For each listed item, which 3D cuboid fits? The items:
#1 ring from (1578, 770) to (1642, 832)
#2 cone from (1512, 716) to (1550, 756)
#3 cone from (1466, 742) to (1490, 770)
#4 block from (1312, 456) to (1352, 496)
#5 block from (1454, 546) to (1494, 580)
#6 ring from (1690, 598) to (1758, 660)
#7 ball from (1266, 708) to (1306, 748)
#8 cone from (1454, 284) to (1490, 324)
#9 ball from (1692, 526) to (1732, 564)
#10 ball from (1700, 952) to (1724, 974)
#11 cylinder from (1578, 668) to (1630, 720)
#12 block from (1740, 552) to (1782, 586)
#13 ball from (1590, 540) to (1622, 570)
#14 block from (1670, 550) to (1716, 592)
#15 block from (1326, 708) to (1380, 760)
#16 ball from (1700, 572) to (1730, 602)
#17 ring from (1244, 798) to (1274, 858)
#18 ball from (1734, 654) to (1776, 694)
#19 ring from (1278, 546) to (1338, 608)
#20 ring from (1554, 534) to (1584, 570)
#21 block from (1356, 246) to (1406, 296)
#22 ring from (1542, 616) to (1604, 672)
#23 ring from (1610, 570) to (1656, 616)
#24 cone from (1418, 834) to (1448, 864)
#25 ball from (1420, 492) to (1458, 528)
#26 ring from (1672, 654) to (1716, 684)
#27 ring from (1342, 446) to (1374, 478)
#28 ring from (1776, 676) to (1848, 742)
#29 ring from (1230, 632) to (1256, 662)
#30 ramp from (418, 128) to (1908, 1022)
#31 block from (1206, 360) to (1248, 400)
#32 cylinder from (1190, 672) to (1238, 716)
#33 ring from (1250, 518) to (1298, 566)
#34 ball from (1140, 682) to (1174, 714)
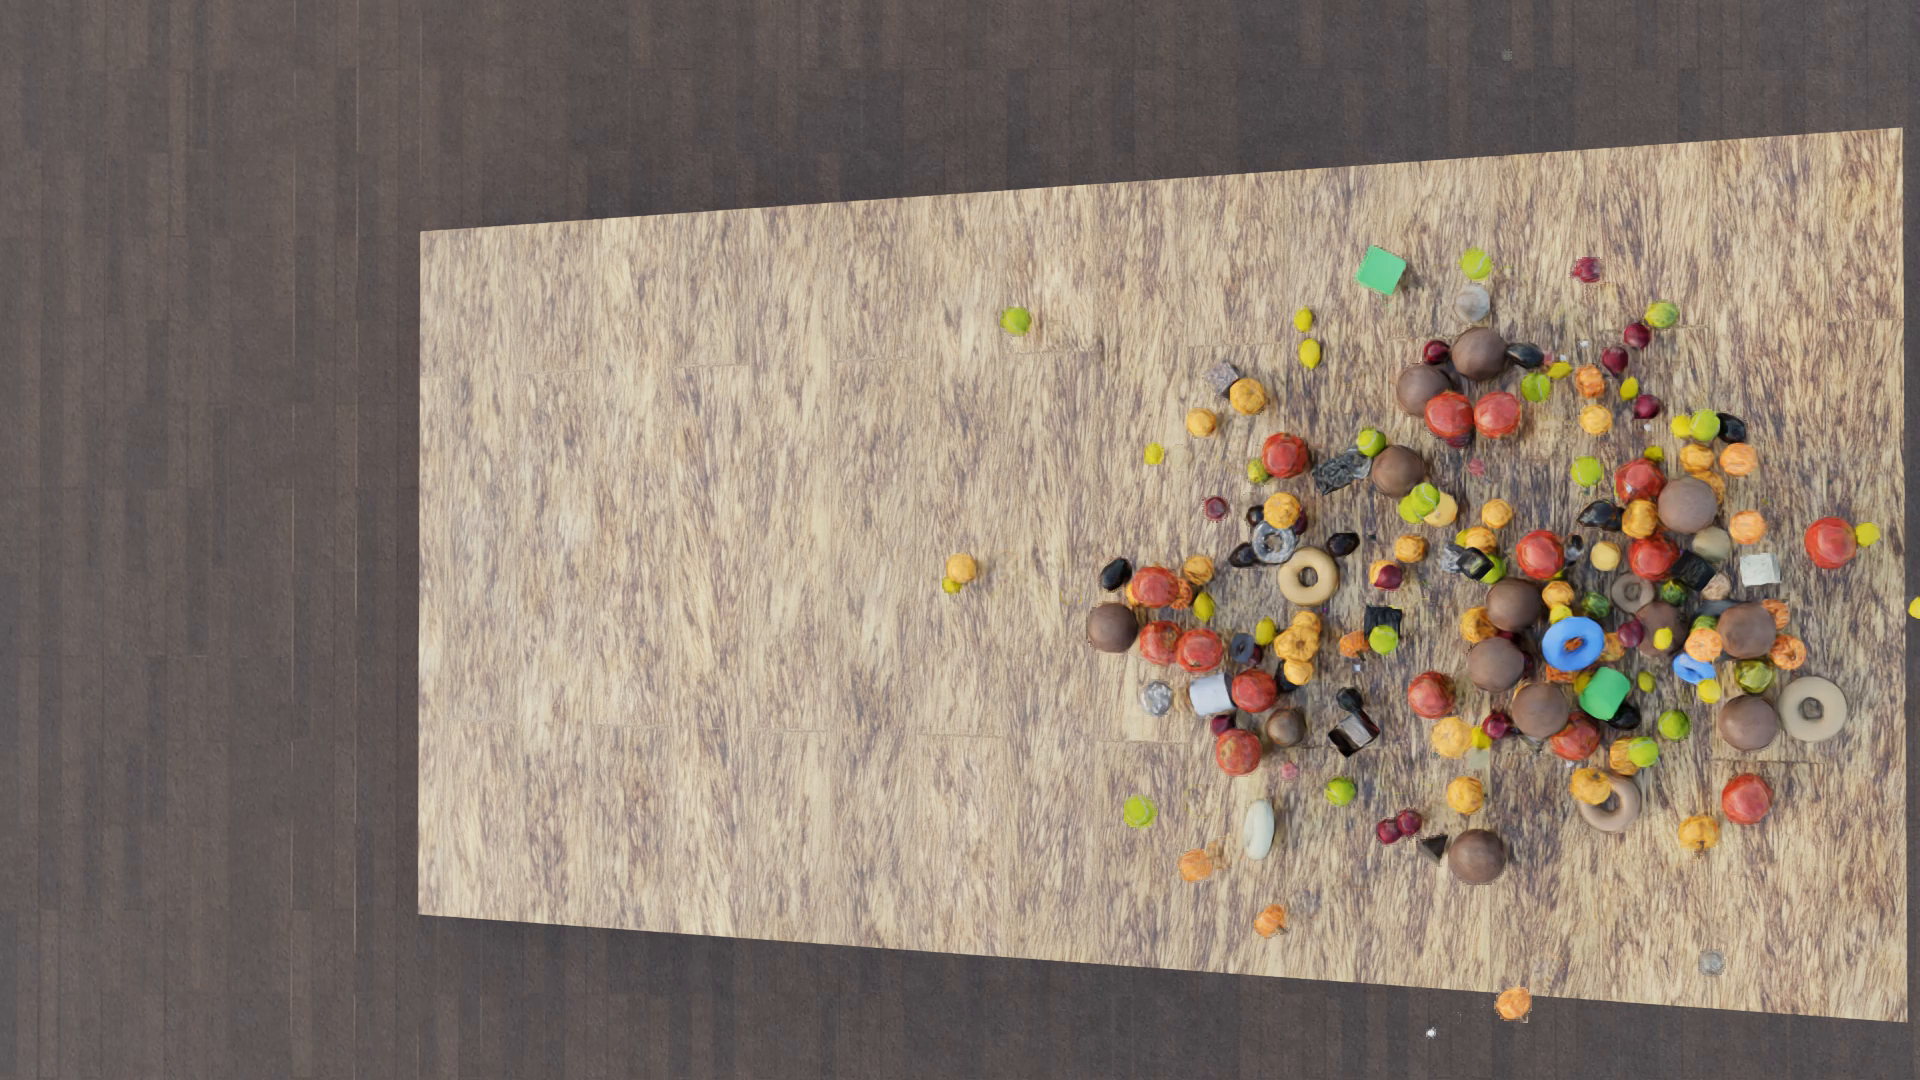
[{"bbox_3d":[1.516,0.609,5.129,0.144,0.048,0.144,1,93,24],"label":"ring"},{"bbox_3d":[1.359,0.478,5.200,0.088,0.088,0.088,-20,113,0],"label":"cone"},{"bbox_3d":[1.217,0.501,5.210,0.060,0.060,0.060,-9,132,-10],"label":"cone"},{"bbox_3d":[0.903,-0.156,5.340,0.068,0.068,0.068,-23,83,-5],"label":"block"},{"bbox_3d":[1.200,0.055,5.127,0.053,0.053,0.053,-52,53,22],"label":"block"},{"bbox_3d":[1.748,0.203,5.038,0.146,0.049,0.146,-1,87,22],"label":"ring"},{"bbox_3d":[0.800,0.461,5.400,0.097,0.097,0.097,0,89,0],"label":"ball"},{"bbox_3d":[1.201,-0.563,5.237,0.094,0.094,0.094,3,94,38],"label":"cone"},{"bbox_3d":[1.720,0.012,5.032,0.084,0.084,0.084,0,89,0],"label":"ball"},{"bbox_3d":[1.721,0.968,5.037,0.053,0.053,0.053,0,89,0],"label":"ball"},{"bbox_3d":[1.487,0.354,5.071,0.086,0.086,0.086,41,65,0],"label":"cylinder"},{"bbox_3d":[1.817,0.067,4.994,0.068,0.068,0.068,-10,84,32],"label":"block"},{"bbox_3d":[1.502,0.037,5.116,0.070,0.070,0.070,0,89,0],"label":"ball"},{"bbox_3d":[1.665,0.071,4.995,0.060,0.060,0.060,39,94,-22],"label":"block"},{"bbox_3d":[0.955,0.469,5.330,0.077,0.077,0.077,-30,73,-27],"label":"block"},{"bbox_3d":[1.719,0.106,5.005,0.067,0.067,0.067,0,89,0],"label":"ball"},{"bbox_3d":[0.736,0.709,5.408,0.049,0.146,0.146,9,89,-5],"label":"ring"},{"bbox_3d":[1.799,0.305,4.979,0.091,0.091,0.091,0,89,0],"label":"ball"},{"bbox_3d":[0.857,0.091,5.408,0.150,0.050,0.150,0,90,21],"label":"ring"},{"bbox_3d":[1.426,0.029,5.150,0.031,0.093,0.093,31,89,-4],"label":"ring"},{"bbox_3d":[1.018,-0.649,5.316,0.087,0.087,0.087,26,97,3],"label":"block"},{"bbox_3d":[1.411,0.239,5.061,0.145,0.048,0.145,-3,122,-4],"label":"ring"},{"bbox_3d":[1.568,0.122,5.120,0.106,0.035,0.106,-2,85,23],"label":"ring"},{"bbox_3d":[1.151,0.730,5.288,0.069,0.069,0.069,-42,89,-11],"label":"cone"},{"bbox_3d":[1.148,-0.074,5.269,0.087,0.087,0.087,0,89,0],"label":"ball"},{"bbox_3d":[1.658,0.292,4.968,0.097,0.097,0.032,30,64,0],"label":"ring"},{"bbox_3d":[0.973,-0.191,5.374,0.083,0.028,0.083,0,90,24],"label":"ring"},{"bbox_3d":[1.922,0.381,4.963,0.149,0.050,0.149,1,92,19],"label":"ring"},{"bbox_3d":[0.696,0.266,5.422,0.026,0.077,0.077,20,89,-36],"label":"ring"},{"bbox_3d":[0.283,0.086,5.726,4.000,0.100,2.000,0,89,22],"label":"ramp"},{"bbox_3d":[0.664,-0.399,5.477,0.065,0.065,0.065,-42,62,17],"label":"block"},{"bbox_3d":[0.632,0.383,5.473,0.093,0.093,0.093,-16,89,21],"label":"cylinder"},{"bbox_3d":[0.770,0.006,5.401,0.118,0.039,0.118,6,104,24],"label":"ring"},{"bbox_3d":[0.491,0.393,5.481,0.083,0.083,0.083,0,89,0],"label":"ball"}]
